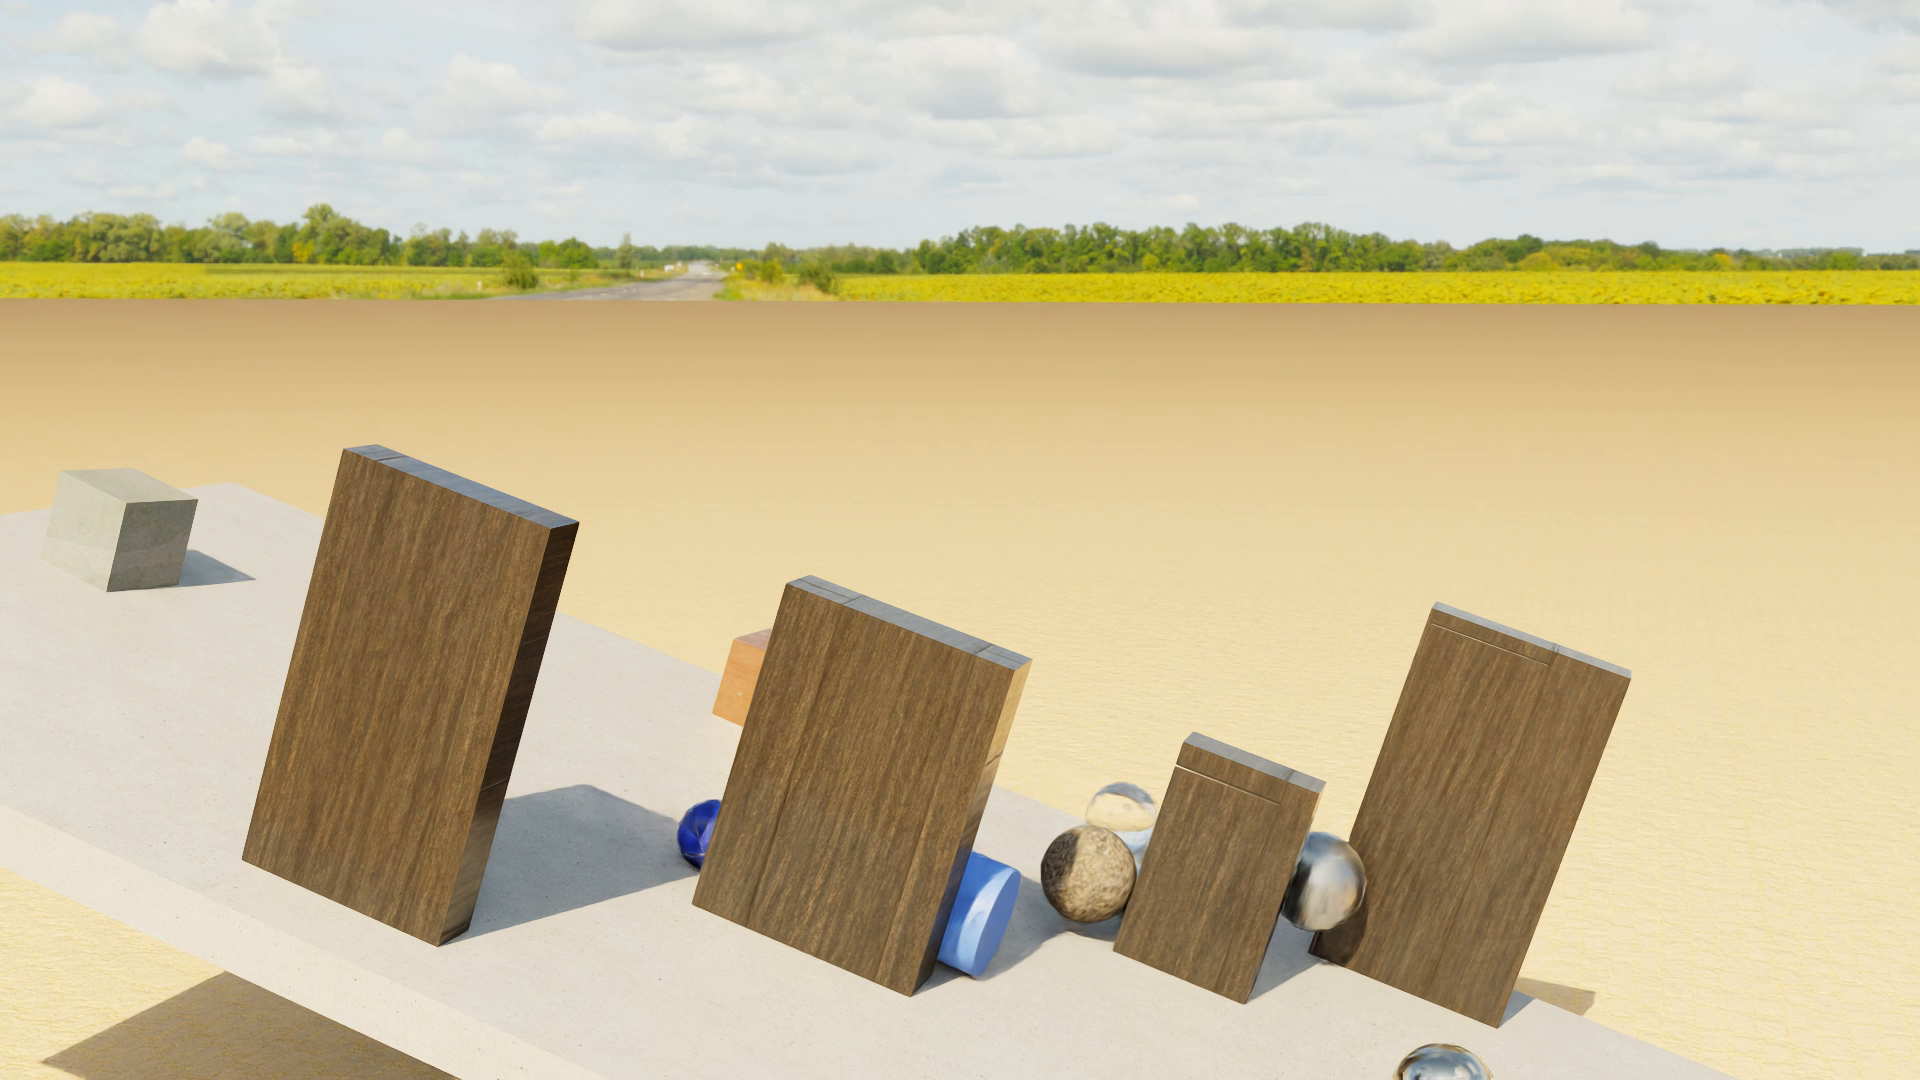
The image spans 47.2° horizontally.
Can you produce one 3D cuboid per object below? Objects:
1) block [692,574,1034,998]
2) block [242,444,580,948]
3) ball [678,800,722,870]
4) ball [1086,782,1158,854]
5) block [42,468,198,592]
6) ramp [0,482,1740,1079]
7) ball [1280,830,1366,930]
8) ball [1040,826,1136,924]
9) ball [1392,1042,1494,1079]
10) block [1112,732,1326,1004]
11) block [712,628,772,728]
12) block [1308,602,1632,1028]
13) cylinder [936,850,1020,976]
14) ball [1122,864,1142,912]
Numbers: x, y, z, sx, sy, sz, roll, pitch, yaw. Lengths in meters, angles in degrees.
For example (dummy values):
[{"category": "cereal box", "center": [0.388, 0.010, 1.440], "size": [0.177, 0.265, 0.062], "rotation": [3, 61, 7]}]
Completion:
[{"category": "block", "center": [-0.177, 0.430, 3.878], "size": [0.433, 0.618, 0.117], "rotation": [20, 12, 14]}, {"category": "block", "center": [-0.879, 0.245, 3.498], "size": [0.374, 0.708, 0.097], "rotation": [20, 12, 14]}, {"category": "ball", "center": [-0.461, 0.551, 4.105], "size": [0.134, 0.134, 0.134], "rotation": [0, 7, 0]}, {"category": "ball", "center": [0.360, 0.620, 4.896], "size": [0.162, 0.162, 0.162], "rotation": [0, 7, 0]}, {"category": "block", "center": [-1.792, -0.024, 4.690], "size": [0.199, 0.199, 0.199], "rotation": [22, 13, 23]}, {"category": "ramp", "center": [-0.359, 0.681, 4.227], "size": [4.000, 0.100, 2.000], "rotation": [20, 12, 14]}, {"category": "ball", "center": [0.734, 0.702, 4.534], "size": [0.204, 0.204, 0.204], "rotation": [0, 7, 0]}, {"category": "ball", "center": [0.254, 0.661, 4.351], "size": [0.191, 0.191, 0.191], "rotation": [0, 7, 0]}, {"category": "ball", "center": [0.851, 0.981, 3.875], "size": [0.186, 0.186, 0.186], "rotation": [0, 7, 0]}, {"category": "block", "center": [0.507, 0.640, 4.304], "size": [0.277, 0.450, 0.104], "rotation": [20, 12, 14]}, {"category": "block", "center": [-0.423, 0.332, 5.045], "size": [0.185, 0.185, 0.185], "rotation": [21, 12, 18]}, {"category": "block", "center": [1.055, 0.571, 4.579], "size": [0.416, 0.787, 0.102], "rotation": [20, 12, 14]}, {"category": "cylinder", "center": [-0.027, 0.663, 4.033], "size": [0.208, 0.208, 0.208], "rotation": [20, 12, 15]}, {"category": "ball", "center": [0.397, 0.728, 4.508], "size": [0.139, 0.139, 0.139], "rotation": [0, 7, 0]}]
